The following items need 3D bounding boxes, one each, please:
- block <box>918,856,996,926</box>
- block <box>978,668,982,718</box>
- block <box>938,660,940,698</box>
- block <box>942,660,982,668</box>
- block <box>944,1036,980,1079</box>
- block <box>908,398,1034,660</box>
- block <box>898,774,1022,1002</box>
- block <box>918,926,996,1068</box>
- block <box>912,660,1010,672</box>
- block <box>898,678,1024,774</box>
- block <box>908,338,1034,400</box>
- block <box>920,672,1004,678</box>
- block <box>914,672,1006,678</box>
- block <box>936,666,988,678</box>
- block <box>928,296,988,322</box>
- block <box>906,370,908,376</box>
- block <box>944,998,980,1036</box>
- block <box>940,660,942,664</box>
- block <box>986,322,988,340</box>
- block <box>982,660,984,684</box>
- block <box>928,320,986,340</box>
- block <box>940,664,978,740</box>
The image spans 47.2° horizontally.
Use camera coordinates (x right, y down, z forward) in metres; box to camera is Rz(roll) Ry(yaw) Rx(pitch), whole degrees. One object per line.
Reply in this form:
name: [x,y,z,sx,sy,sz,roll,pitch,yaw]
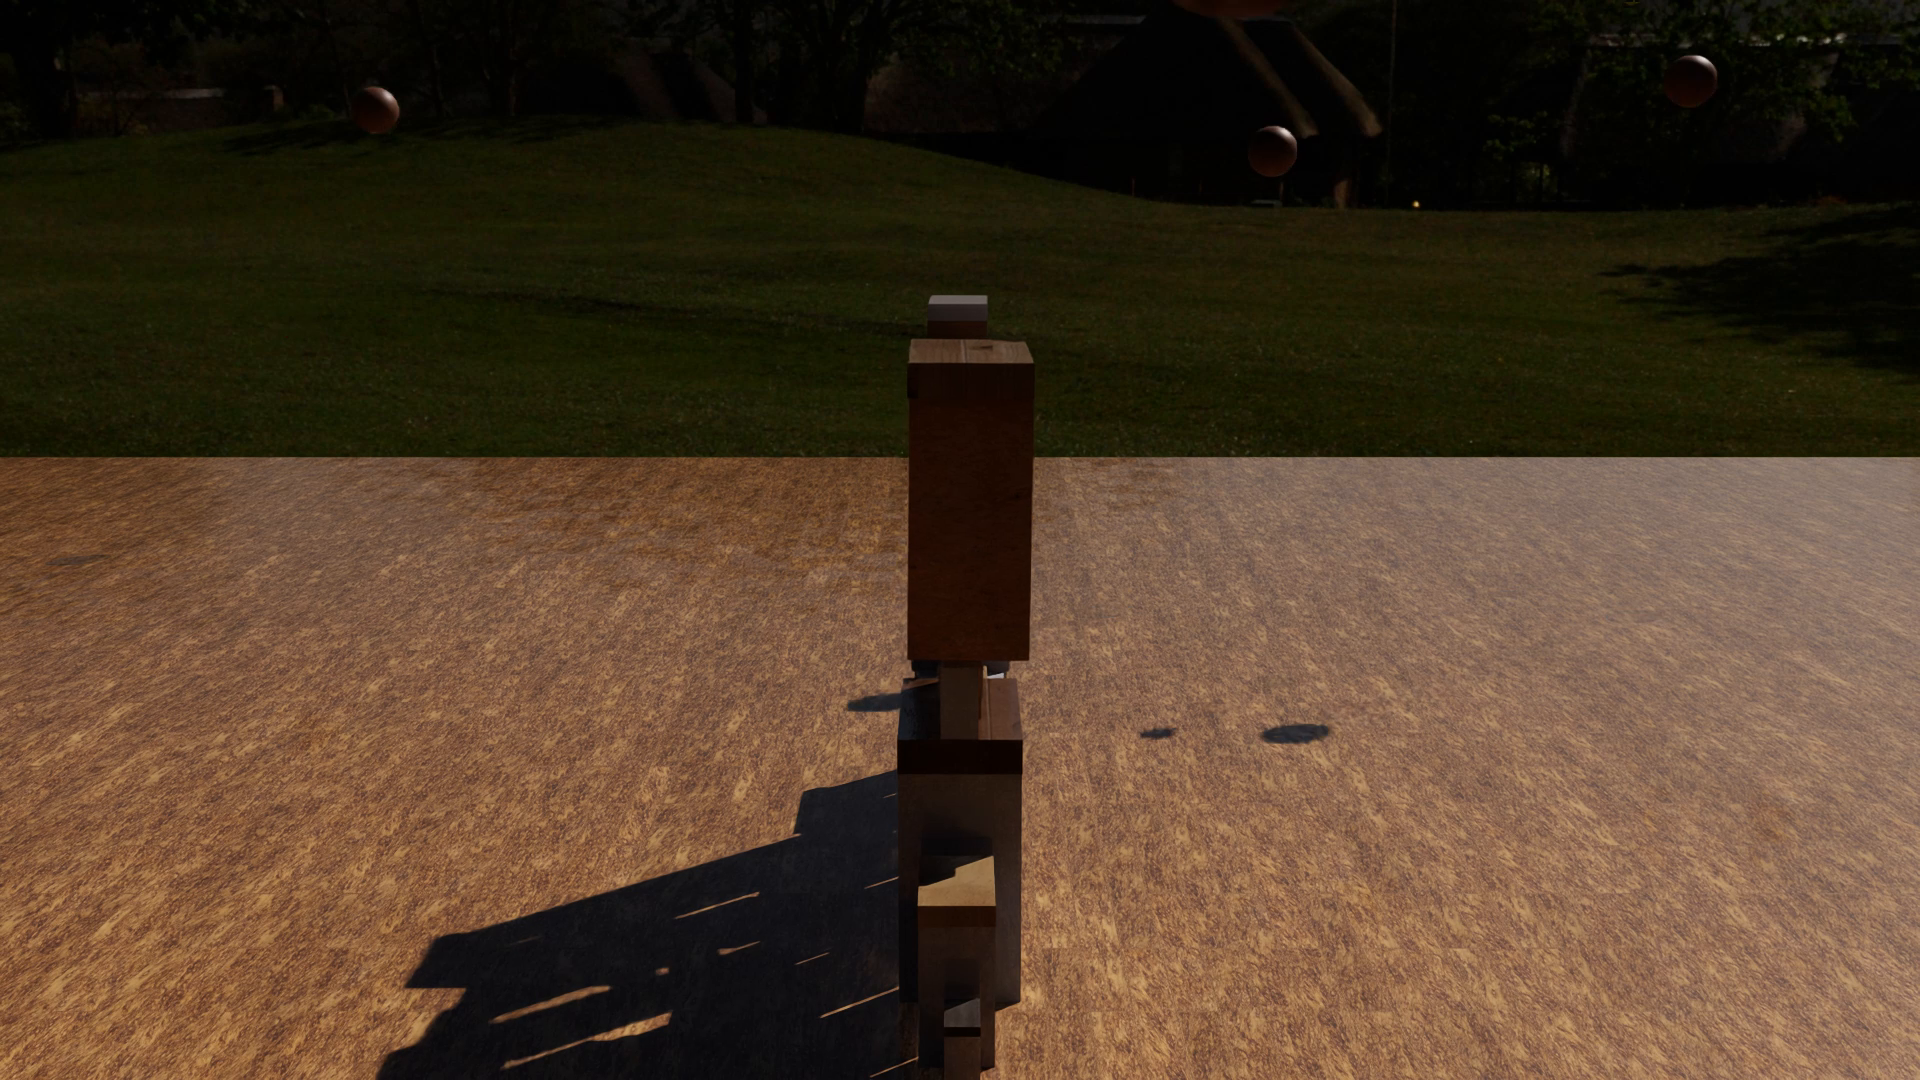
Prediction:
block: [-0.004,0.482,3.030,0.104,0.029,0.208,0,11,0]
block: [0.004,0.207,3.214,0.054,0.107,0.015,0,10,0]
block: [0.001,0.173,3.325,0.067,0.134,0.019,0,11,0]
block: [0.001,0.160,3.127,0.054,0.015,0.107,0,11,-3]
block: [0.003,0.689,2.877,0.048,0.095,0.014,0,11,0]
block: [0.013,-0.018,3.042,0.169,0.369,0.048,0,11,-1]
block: [0.000,0.496,3.204,0.178,0.355,0.050,0,11,0]
block: [-0.005,0.611,2.984,0.104,0.208,0.029,0,11,0]
block: [0.001,0.057,3.802,0.169,0.337,0.048,0,11,0]
block: [0.000,0.274,3.283,0.178,0.050,0.356,0,11,0]
block: [0.013,-0.244,3.112,0.169,0.048,0.338,0,11,-1]
block: [0.002,0.251,3.797,0.145,0.041,0.290,0,11,0]
block: [0.001,0.060,4.031,0.169,0.426,0.048,0,11,0]
block: [0.003,0.233,3.539,0.081,0.023,0.162,0,11,0]
block: [-0.002,-0.417,3.948,0.104,0.029,0.208,0,11,1]
block: [-0.006,-0.235,3.437,0.138,0.039,0.276,-1,10,-4]
block: [0.003,0.629,2.898,0.048,0.014,0.095,0,11,0]
block: [-0.002,0.215,3.174,0.054,0.107,0.015,0,10,0]
block: [-0.002,-0.080,4.081,0.104,0.682,0.029,0,11,0]
block: [0.002,0.156,3.413,0.067,0.134,0.019,0,11,0]
block: [-0.005,-0.287,3.902,0.104,0.208,0.029,0,11,0]
block: [-0.001,0.228,3.103,0.054,0.107,0.015,0,11,0]
